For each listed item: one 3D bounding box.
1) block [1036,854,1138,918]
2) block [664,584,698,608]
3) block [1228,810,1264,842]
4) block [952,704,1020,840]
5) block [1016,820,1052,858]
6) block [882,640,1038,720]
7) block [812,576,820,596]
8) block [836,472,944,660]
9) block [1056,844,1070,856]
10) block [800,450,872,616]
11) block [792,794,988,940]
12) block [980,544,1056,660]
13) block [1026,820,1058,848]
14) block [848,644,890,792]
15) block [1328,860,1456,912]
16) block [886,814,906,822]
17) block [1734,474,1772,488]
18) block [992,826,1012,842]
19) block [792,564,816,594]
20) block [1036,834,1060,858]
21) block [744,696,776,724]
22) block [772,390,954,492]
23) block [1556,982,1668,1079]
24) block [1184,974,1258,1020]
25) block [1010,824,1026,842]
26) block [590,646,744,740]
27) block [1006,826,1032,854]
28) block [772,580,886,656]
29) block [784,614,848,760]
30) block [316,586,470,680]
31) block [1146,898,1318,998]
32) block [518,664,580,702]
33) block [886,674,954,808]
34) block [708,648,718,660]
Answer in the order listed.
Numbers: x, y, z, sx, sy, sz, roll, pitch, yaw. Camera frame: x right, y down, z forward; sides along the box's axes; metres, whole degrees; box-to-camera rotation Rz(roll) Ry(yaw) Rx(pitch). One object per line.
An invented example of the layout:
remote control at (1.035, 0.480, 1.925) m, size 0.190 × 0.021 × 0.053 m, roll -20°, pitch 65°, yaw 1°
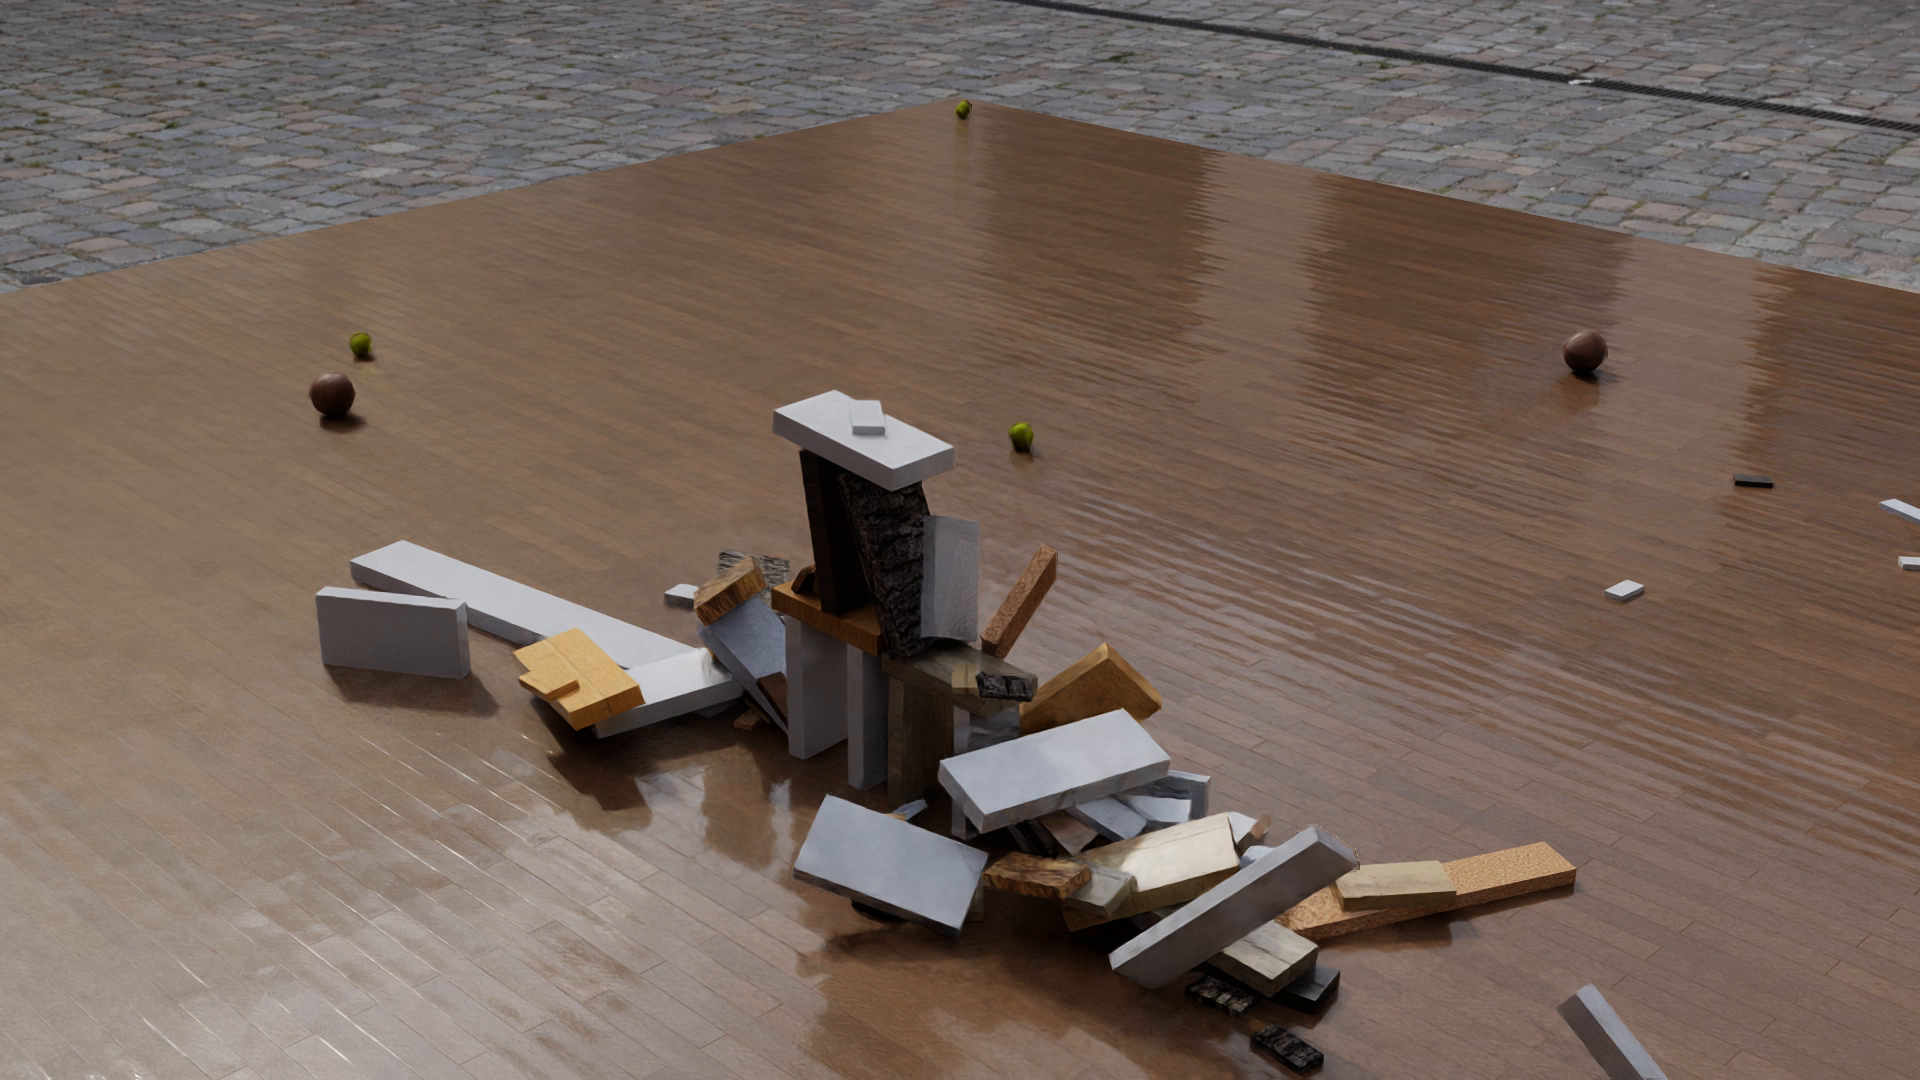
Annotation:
block at (0.224, 0.625, 3.981) m, size 0.182 × 0.026 × 0.091 m, roll 8°, pitch 39°, yaw 44°
block at (-0.641, 0.141, 5.395) m, size 0.150 × 0.021 × 0.075 m, roll 11°, pitch 22°, yaw 24°
block at (0.528, 0.588, 4.348) m, size 0.078 × 0.022 × 0.156 m, roll 18°, pitch 29°, yaw 36°
block at (0.051, 0.438, 4.356) m, size 0.041 × 0.291 × 0.145 m, roll 23°, pitch 32°, yaw 39°
block at (0.157, 0.575, 4.295) m, size 0.061 × 0.017 × 0.121 m, roll -22°, pitch 67°, yaw -41°
block at (-0.002, 0.263, 4.340) m, size 0.145 × 0.041 × 0.291 m, roll -21°, pitch 31°, yaw -40°
block at (-0.259, 0.038, 4.525) m, size 0.021 × 0.150 × 0.075 m, roll 34°, pitch 38°, yaw 31°
block at (-0.117, 0.031, 4.362) m, size 0.048 × 0.379 × 0.170 m, roll -9°, pitch 11°, yaw 46°
block at (0.246, 0.618, 4.227) m, size 0.059 × 0.017 × 0.119 m, roll -18°, pitch 51°, yaw -37°
block at (-0.225, -0.036, 4.454) m, size 0.048 × 0.339 × 0.170 m, roll 9°, pitch 23°, yaw 42°
block at (-0.128, 0.604, 4.078) m, size 0.326 × 0.046 × 0.163 m, roll 19°, pitch 58°, yaw 7°
block at (0.119, 0.137, 4.434) m, size 0.034 × 0.121 × 0.242 m, roll 27°, pitch 65°, yaw 15°
block at (0.164, 0.544, 4.281) m, size 0.061 × 0.017 × 0.122 m, roll -14°, pitch 47°, yaw -34°
block at (-0.156, 0.341, 4.538) m, size 0.163 × 0.326 × 0.046 m, roll -21°, pitch 32°, yaw -41°
block at (0.807, 0.648, 4.117) m, size 0.215 × 0.030 × 0.108 m, roll -3°, pitch 23°, yaw -6°
block at (-0.152, 0.550, 4.197) m, size 0.103 × 0.015 × 0.052 m, roll 1°, pitch 50°, yaw -16°
block at (2.211, -0.164, 6.130) m, size 0.099 × 0.014 × 0.050 m, roll 5°, pitch 23°, yaw 11°
block at (0.082, 0.534, 4.360) m, size 0.056 × 0.113 × 0.016 m, roll -22°, pitch 12°, yaw -41°
block at (-0.290, 0.068, 4.568) m, size 0.127 × 0.063 × 0.018 m, roll -23°, pitch 65°, yaw -43°
block at (0.208, 0.605, 4.256) m, size 0.061 × 0.017 × 0.121 m, roll -21°, pitch 53°, yaw -40°
block at (-0.428, 0.371, 4.832) m, size 0.045 × 0.013 × 0.091 m, roll -14°, pitch 39°, yaw -41°
block at (-0.193, -0.200, 4.352) m, size 0.339 × 0.048 × 0.170 m, roll 27°, pitch 34°, yaw 36°
block at (1.057, 0.825, 3.518) m, size 0.033 × 0.117 × 0.234 m, roll -32°, pitch 72°, yaw -14°
block at (0.458, 0.800, 3.856) m, size 0.114 × 0.016 × 0.057 m, roll 18°, pitch 29°, yaw 36°
block at (0.110, 0.539, 4.320) m, size 0.113 × 0.016 × 0.056 m, roll 42°, pitch 46°, yaw 1°
block at (-0.664, 0.331, 4.812) m, size 0.336 × 0.048 × 0.168 m, roll -16°, pitch 29°, yaw -24°
block at (0.120, 0.559, 4.335) m, size 0.056 × 0.016 × 0.113 m, roll -22°, pitch 72°, yaw -41°
block at (-0.220, 0.144, 4.527) m, size 0.163 × 0.046 × 0.326 m, roll -21°, pitch 30°, yaw -40°
block at (-0.294, 0.287, 4.666) m, size 0.046 × 0.326 × 0.163 m, roll 18°, pitch 29°, yaw 36°
block at (-1.298, 0.212, 5.036) m, size 0.347 × 0.174 × 0.049 m, roll 5°, pitch 22°, yaw 12°
block at (0.485, 0.709, 3.934) m, size 0.277 × 0.039 × 0.139 m, roll 25°, pitch 34°, yaw 37°
block at (-0.879, 0.305, 4.698) m, size 0.075 × 0.021 × 0.150 m, roll -25°, pitch 23°, yaw -28°
block at (-0.079, 0.388, 4.473) m, size 0.145 × 0.291 × 0.041 m, roll -21°, pitch 33°, yaw -40°
block at (-0.417, 0.252, 4.968) m, size 0.313 × 0.044 × 0.157 m, roll 14°, pitch 15°, yaw -19°
